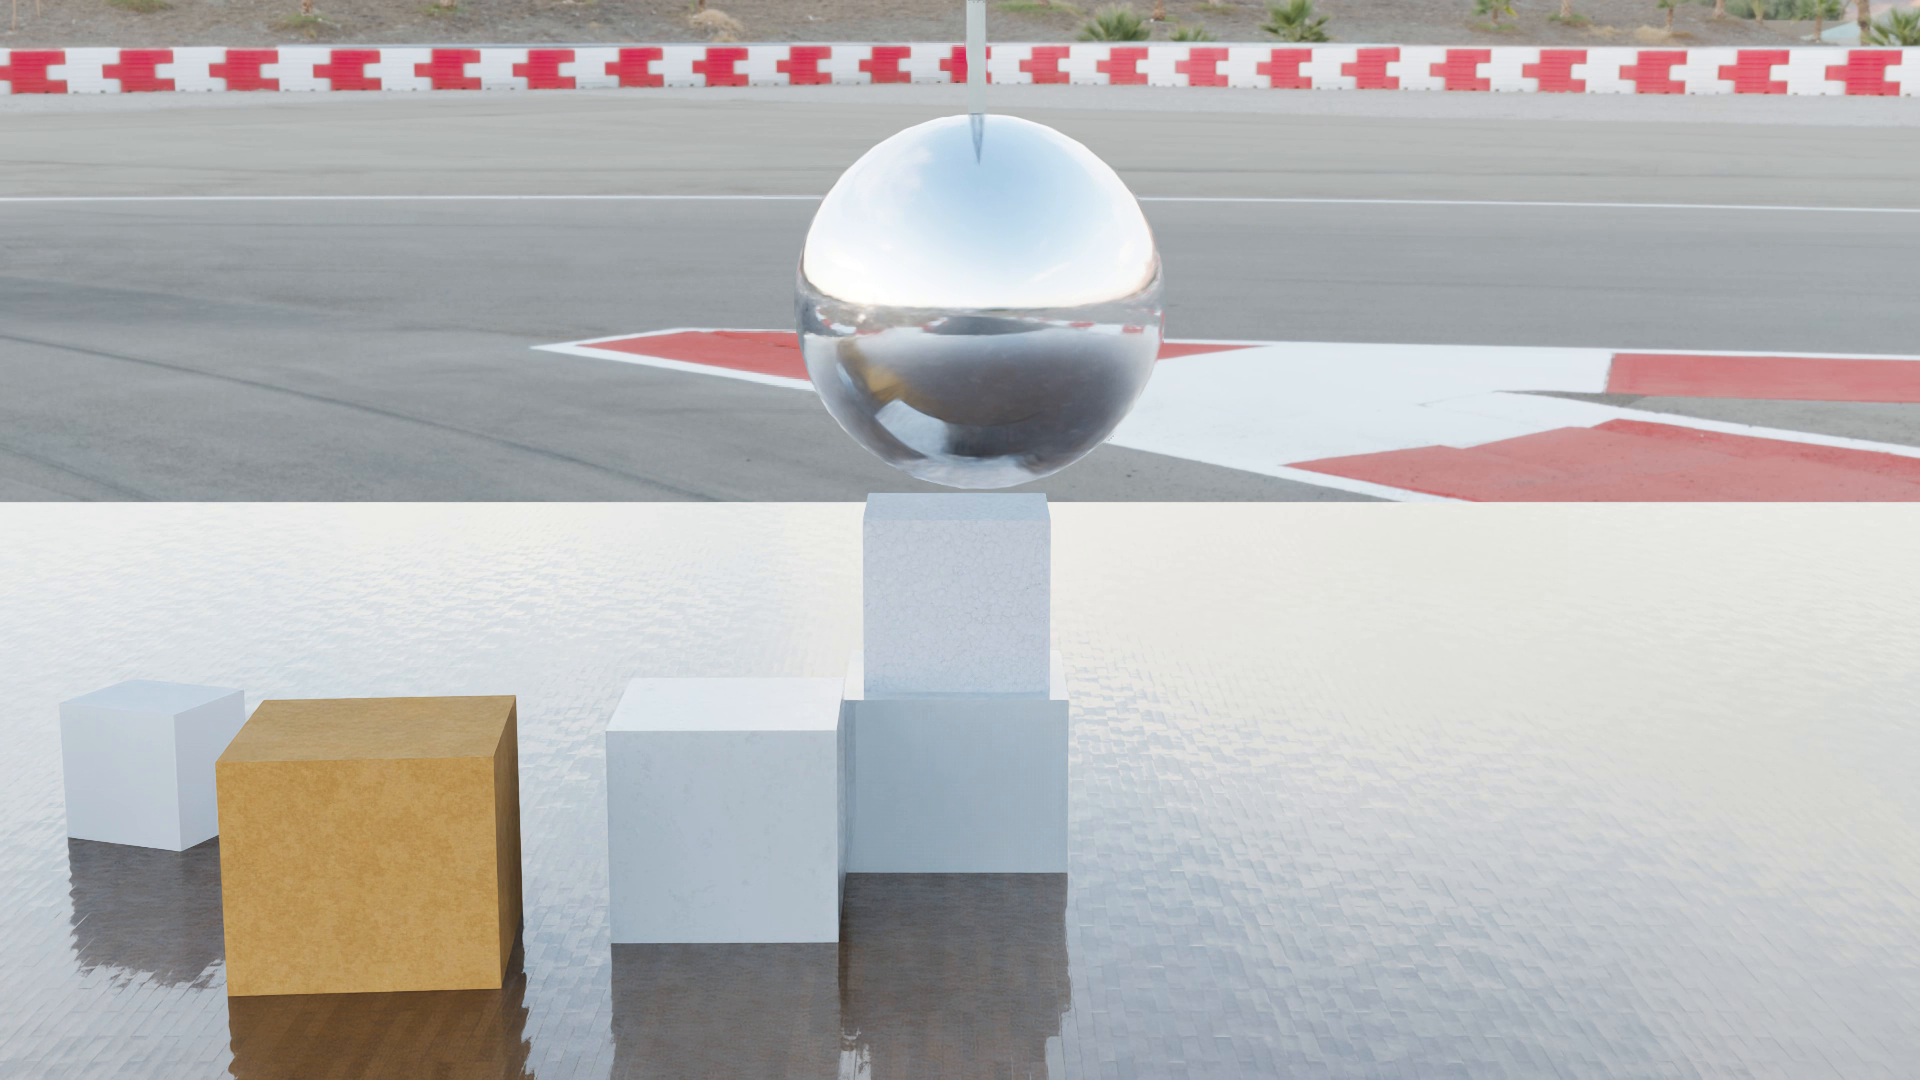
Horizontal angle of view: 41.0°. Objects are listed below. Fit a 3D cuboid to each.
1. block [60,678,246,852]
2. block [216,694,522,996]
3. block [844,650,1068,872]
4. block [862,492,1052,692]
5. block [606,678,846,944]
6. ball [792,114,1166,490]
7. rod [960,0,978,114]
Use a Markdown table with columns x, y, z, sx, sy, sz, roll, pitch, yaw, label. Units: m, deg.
| x | y | z | sx | sy | sz | roll | pitch | yaw | label |
| --- | --- | --- | --- | --- | --- | --- | --- | --- | --- |
| -3.767 | 1.044 | 12.028 | 0.635 | 0.642 | 0.528 | 4 | 11 | 20 | block |
| -2.345 | 1.205 | 10.341 | 1.043 | 0.930 | 0.997 | -1 | 10 | -5 | block |
| -0.020 | 1.004 | 11.837 | 0.996 | 0.790 | 0.986 | 0 | 10 | 0 | block |
| -0.014 | 0.228 | 11.734 | 0.830 | 0.774 | 0.756 | 0 | 10 | 0 | block |
| -0.968 | 1.126 | 10.873 | 0.931 | 0.895 | 0.921 | 0 | 10 | -1 | block |
| 0.084 | -1.018 | 10.995 | 1.600 | 1.600 | 1.600 | 0 | 10 | 0 | ball |
| 0.037 | -4.363 | 10.387 | 0.080 | 5.200 | 0.080 | 0 | 10 | 0 | rod |
